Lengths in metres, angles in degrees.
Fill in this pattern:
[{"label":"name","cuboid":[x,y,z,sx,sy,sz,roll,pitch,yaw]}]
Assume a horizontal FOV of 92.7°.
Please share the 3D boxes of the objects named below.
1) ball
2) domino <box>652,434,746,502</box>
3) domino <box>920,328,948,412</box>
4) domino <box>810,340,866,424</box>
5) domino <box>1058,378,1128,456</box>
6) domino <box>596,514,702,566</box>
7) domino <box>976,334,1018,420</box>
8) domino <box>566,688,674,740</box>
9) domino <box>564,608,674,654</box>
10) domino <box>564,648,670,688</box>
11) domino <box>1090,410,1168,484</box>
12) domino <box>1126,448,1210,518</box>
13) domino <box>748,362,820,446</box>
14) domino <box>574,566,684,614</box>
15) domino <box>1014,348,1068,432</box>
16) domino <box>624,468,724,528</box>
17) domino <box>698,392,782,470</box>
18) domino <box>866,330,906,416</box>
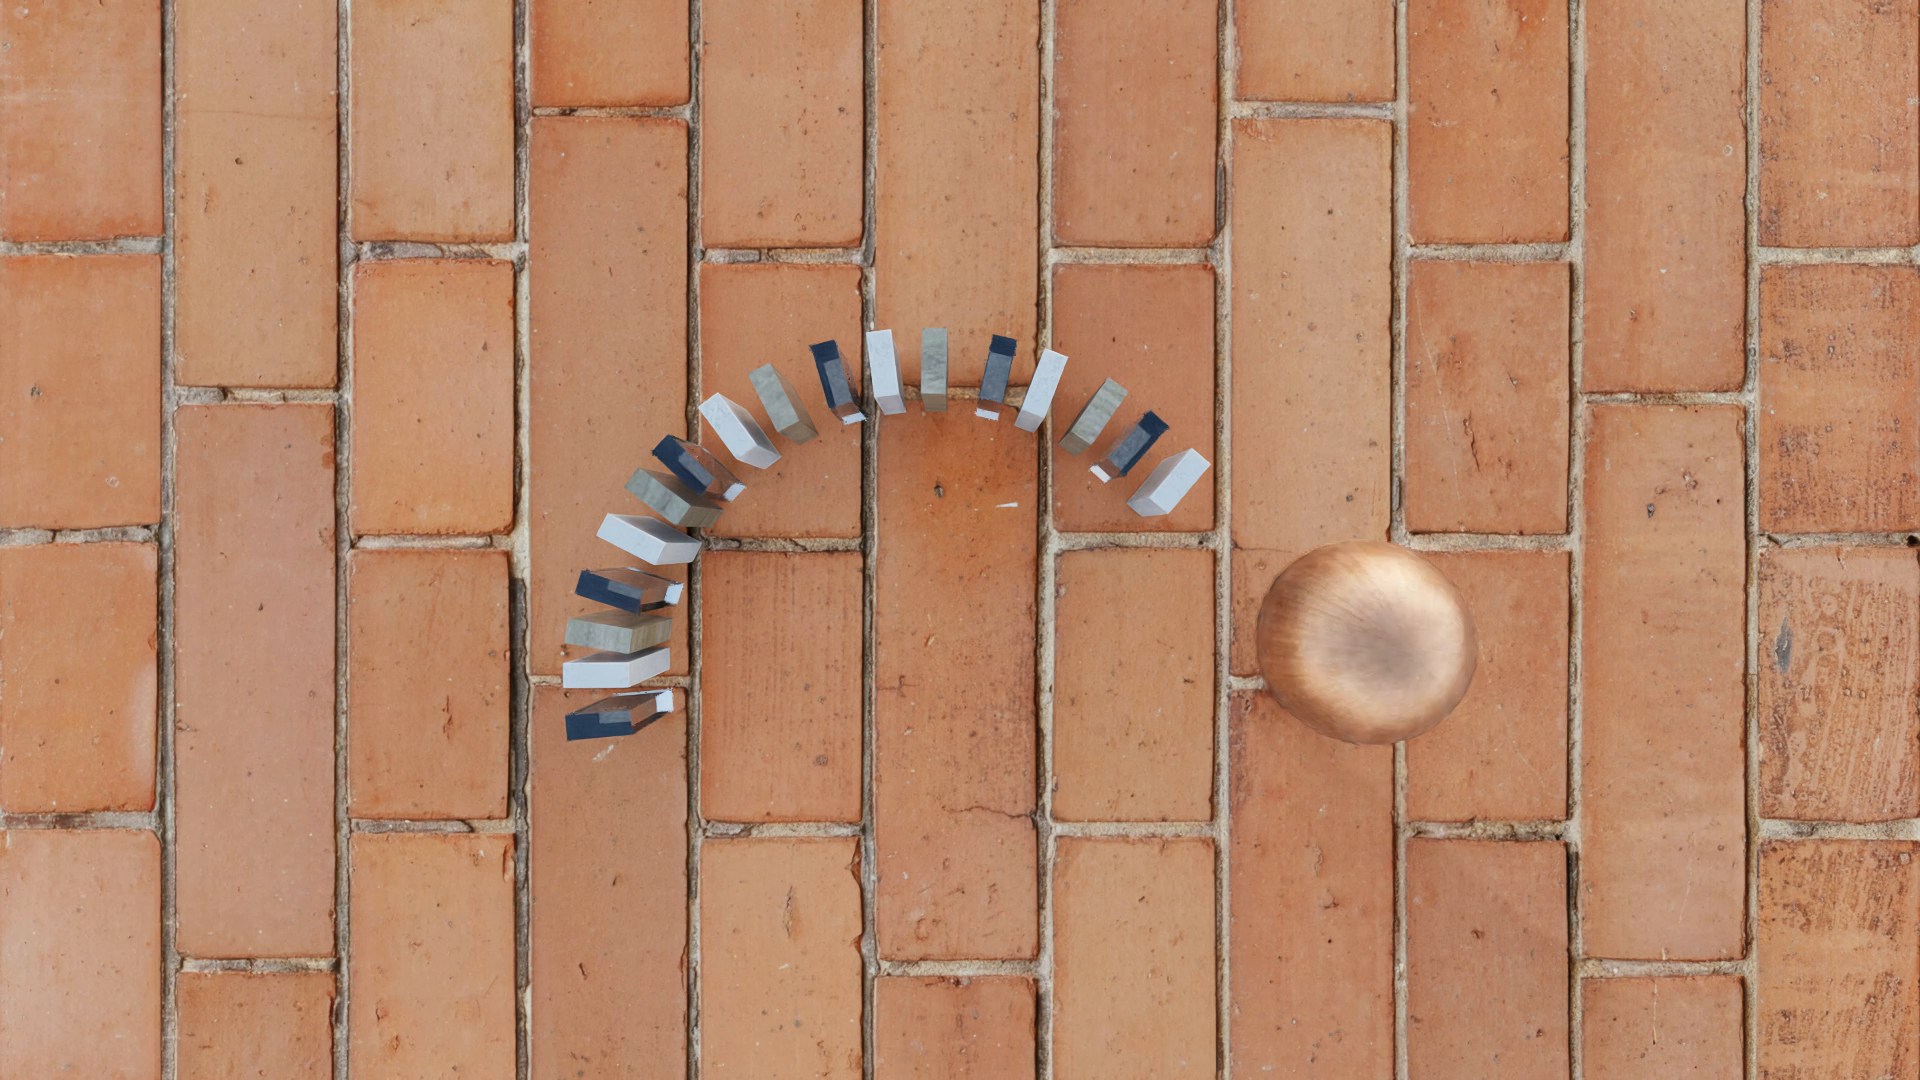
[{"label":"ball","cuboid":[0.158,0.040,0.360,0.080,0.080,0.080,0,90,0]},{"label":"domino","cuboid":[-0.106,-0.029,0.375,0.025,0.050,0.010,43,90,0]},{"label":"domino","cuboid":[-0.010,-0.069,0.375,0.009,0.050,0.025,1,90,0]},{"label":"domino","cuboid":[-0.049,-0.063,0.375,0.009,0.050,0.025,-16,90,0]},{"label":"domino","cuboid":[0.053,-0.049,0.375,0.009,0.050,0.025,35,90,0]},{"label":"domino","cuboid":[-0.126,0.000,0.375,0.025,0.050,0.009,27,90,0]},{"label":"domino","cuboid":[0.014,-0.065,0.375,0.010,0.050,0.025,13,90,0]},{"label":"domino","cuboid":[-0.138,0.071,0.375,0.025,0.050,0.010,-5,90,0]},{"label":"domino","cuboid":[-0.138,0.037,0.375,0.025,0.050,0.009,10,90,0]},{"label":"domino","cuboid":[-0.139,0.052,0.375,0.025,0.050,0.010,0,90,0]},{"label":"domino","cuboid":[0.068,-0.037,0.375,0.009,0.050,0.025,42,90,0]},{"label":"domino","cuboid":[0.084,-0.023,0.375,0.009,0.050,0.025,40,90,0]},{"label":"domino","cuboid":[-0.071,-0.055,0.375,0.010,0.050,0.025,-27,90,0]},{"label":"domino","cuboid":[-0.134,0.020,0.375,0.025,0.050,0.009,18,90,0]},{"label":"domino","cuboid":[0.032,-0.060,0.375,0.009,0.050,0.025,21,90,0]},{"label":"domino","cuboid":[-0.116,-0.017,0.375,0.025,0.050,0.010,36,90,0]},{"label":"domino","cuboid":[-0.089,-0.044,0.375,0.009,0.050,0.025,-37,90,0]},{"label":"domino","cuboid":[-0.030,-0.068,0.375,0.009,0.050,0.025,-7,90,0]}]
